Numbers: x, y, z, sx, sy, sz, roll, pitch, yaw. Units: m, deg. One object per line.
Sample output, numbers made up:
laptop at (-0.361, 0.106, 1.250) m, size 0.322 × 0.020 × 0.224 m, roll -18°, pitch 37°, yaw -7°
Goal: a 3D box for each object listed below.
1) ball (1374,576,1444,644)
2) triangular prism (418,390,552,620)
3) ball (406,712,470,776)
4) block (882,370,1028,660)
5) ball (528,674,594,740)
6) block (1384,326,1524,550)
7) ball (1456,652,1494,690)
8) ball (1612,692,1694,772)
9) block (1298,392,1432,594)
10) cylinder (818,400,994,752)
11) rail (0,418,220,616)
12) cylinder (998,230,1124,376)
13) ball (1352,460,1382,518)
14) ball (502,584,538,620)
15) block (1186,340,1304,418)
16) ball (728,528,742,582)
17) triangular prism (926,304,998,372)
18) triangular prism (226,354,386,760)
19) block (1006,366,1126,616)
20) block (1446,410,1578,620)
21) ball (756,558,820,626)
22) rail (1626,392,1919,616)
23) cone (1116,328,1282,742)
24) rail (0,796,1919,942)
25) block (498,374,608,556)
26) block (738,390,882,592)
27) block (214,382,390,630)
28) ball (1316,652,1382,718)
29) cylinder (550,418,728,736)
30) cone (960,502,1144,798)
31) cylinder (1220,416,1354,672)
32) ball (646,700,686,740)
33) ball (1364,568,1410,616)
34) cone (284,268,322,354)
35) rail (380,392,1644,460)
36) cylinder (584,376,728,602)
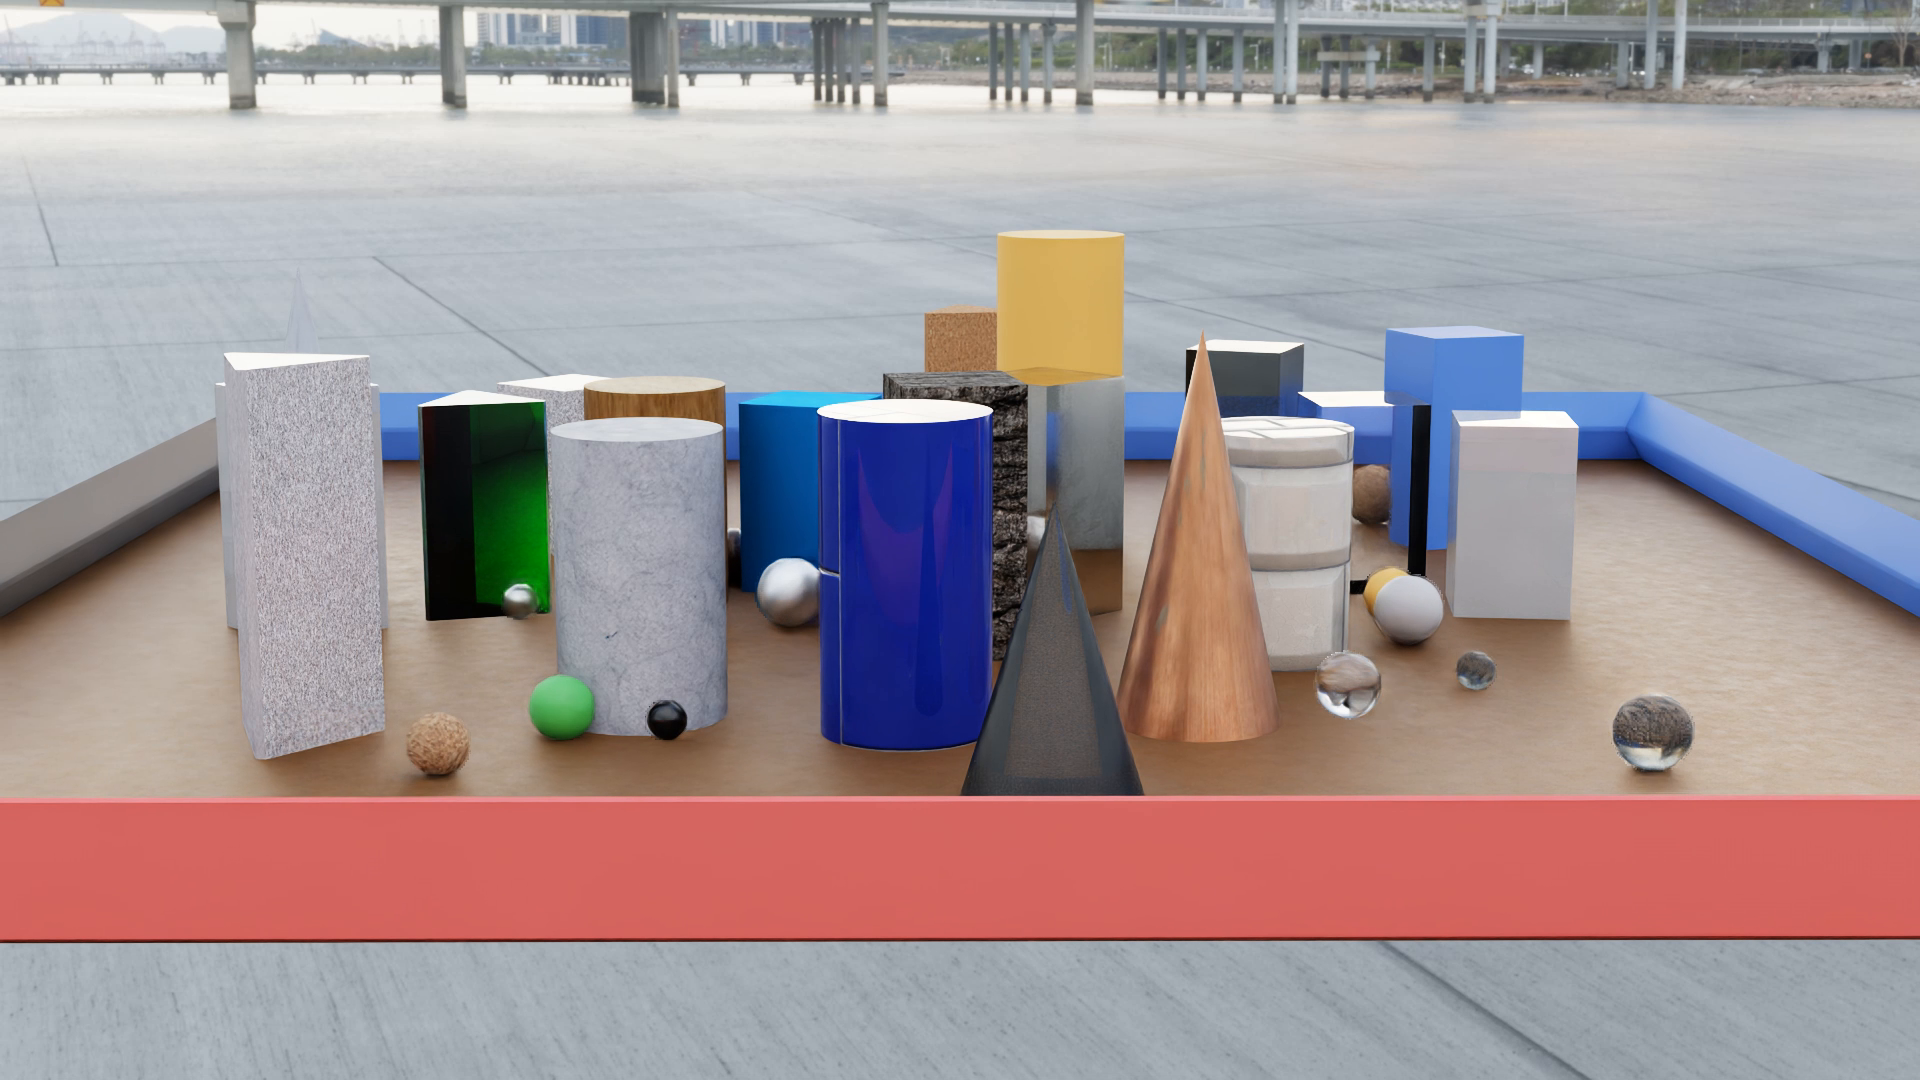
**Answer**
ball at (0.568, 0.088, 3.252) m, size 0.087 × 0.087 × 0.087 m, roll 0°, pitch 11°, yaw 0°
triangular prism at (-0.648, -0.051, 3.456) m, size 0.165 × 0.286 × 0.143 m, roll -3°, pitch 11°, yaw -18°
ball at (-0.540, 0.211, 2.655) m, size 0.065 × 0.065 × 0.065 m, roll 0°, pitch 11°, yaw 0°
block at (-0.007, -0.031, 3.198) m, size 0.152 × 0.341 × 0.152 m, roll -2°, pitch 11°, yaw -11°
ball at (-0.434, 0.182, 2.794) m, size 0.070 × 0.070 × 0.070 m, roll 0°, pitch 11°, yaw 0°
block at (0.755, -0.160, 3.946) m, size 0.152 × 0.321 × 0.152 m, roll -4°, pitch 11°, yaw -19°
ball at (0.606, 0.153, 3.017) m, size 0.045 × 0.045 × 0.045 m, roll 0°, pitch 11°, yaw 0°
ball at (0.721, 0.200, 2.669) m, size 0.081 × 0.081 × 0.081 m, roll 0°, pitch 11°, yaw 0°
block at (0.564, -0.068, 3.612) m, size 0.152 × 0.263 × 0.152 m, roll -1°, pitch 11°, yaw -5°
cylinder at (-0.059, 0.035, 2.805) m, size 0.190 × 0.355 × 0.190 m, roll 0°, pitch 11°, yaw 0°
rail at (-1.254, 0.033, 3.442) m, size 0.045 × 0.124 × 2.660 m, roll 0°, pitch 11°, yaw 0°
cylinder at (0.151, -0.225, 3.883) m, size 0.190 × 0.473 × 0.190 m, roll 0°, pitch 11°, yaw 0°
ball at (0.652, -0.083, 4.146) m, size 0.095 × 0.095 × 0.095 m, roll 0°, pitch 11°, yaw 0°
ball at (-0.582, 0.082, 3.397) m, size 0.047 × 0.047 × 0.047 m, roll 0°, pitch 11°, yaw 0°
block at (0.454, -0.170, 4.107) m, size 0.152 × 0.282 × 0.152 m, roll 4°, pitch 11°, yaw 21°
ball at (-0.320, 0.022, 3.638) m, size 0.076 × 0.076 × 0.076 m, roll 0°, pitch 11°, yaw 0°
triangular prism at (0.012, -0.227, 4.304) m, size 0.165 × 0.322 × 0.143 m, roll -2°, pitch 11°, yaw -10°
triangular prism at (-0.743, 0.009, 2.785) m, size 0.143 × 0.414 × 0.165 m, roll 9°, pitch 14°, yaw 39°
block at (0.111, -0.062, 3.429) m, size 0.152 × 0.317 × 0.152 m, roll 10°, pitch 15°, yaw 44°
block at (0.741, -0.036, 3.455) m, size 0.152 × 0.257 × 0.152 m, roll 1°, pitch 11°, yaw 6°
ball at (-0.220, 0.068, 3.354) m, size 0.090 × 0.090 × 0.090 m, roll 0°, pitch 11°, yaw 0°
rail at (1.254, 0.030, 3.456) m, size 0.045 × 0.124 × 2.660 m, roll 0°, pitch 11°, yaw 0°
cone at (0.265, -0.015, 2.837) m, size 0.190 × 0.441 × 0.190 m, roll 0°, pitch 11°, yaw 0°
rail at (0.008, 0.271, 2.165) m, size 2.556 × 0.124 × 0.045 m, roll 0°, pitch 11°, yaw 0°
block at (-0.591, -0.115, 3.901) m, size 0.152 × 0.250 × 0.152 m, roll 9°, pitch 14°, yaw 39°
block at (-0.207, -0.066, 3.598) m, size 0.152 × 0.264 × 0.152 m, roll 4°, pitch 11°, yaw 19°
block at (-0.853, -0.043, 3.326) m, size 0.152 × 0.319 × 0.152 m, roll -9°, pitch 14°, yaw -41°
ball at (0.437, 0.164, 2.884) m, size 0.074 × 0.074 × 0.074 m, roll 0°, pitch 11°, yaw 0°
cylinder at (-0.358, 0.037, 2.875) m, size 0.190 × 0.326 × 0.190 m, roll 0°, pitch 11°, yaw 0°
cone at (0.092, 0.112, 2.516) m, size 0.190 × 0.309 × 0.190 m, roll 0°, pitch 11°, yaw 0°
cylinder at (0.387, 0.002, 3.172) m, size 0.190 × 0.286 × 0.190 m, roll 0°, pitch 11°, yaw 0°
ball at (-0.319, 0.196, 2.792) m, size 0.044 × 0.044 × 0.044 m, roll 0°, pitch 11°, yaw 0°
ball at (0.567, 0.074, 3.372) m, size 0.072 × 0.072 × 0.072 m, roll 0°, pitch 11°, yaw 0°
cone at (-0.910, -0.157, 3.570) m, size 0.190 × 0.452 × 0.190 m, roll 0°, pitch 11°, yaw 0°
rail at (-0.008, -0.207, 4.733) m, size 2.556 × 0.124 × 0.045 m, roll 0°, pitch 11°, yaw 0°
cylinder at (-0.412, -0.063, 3.491) m, size 0.190 × 0.298 × 0.190 m, roll 0°, pitch 11°, yaw 0°
